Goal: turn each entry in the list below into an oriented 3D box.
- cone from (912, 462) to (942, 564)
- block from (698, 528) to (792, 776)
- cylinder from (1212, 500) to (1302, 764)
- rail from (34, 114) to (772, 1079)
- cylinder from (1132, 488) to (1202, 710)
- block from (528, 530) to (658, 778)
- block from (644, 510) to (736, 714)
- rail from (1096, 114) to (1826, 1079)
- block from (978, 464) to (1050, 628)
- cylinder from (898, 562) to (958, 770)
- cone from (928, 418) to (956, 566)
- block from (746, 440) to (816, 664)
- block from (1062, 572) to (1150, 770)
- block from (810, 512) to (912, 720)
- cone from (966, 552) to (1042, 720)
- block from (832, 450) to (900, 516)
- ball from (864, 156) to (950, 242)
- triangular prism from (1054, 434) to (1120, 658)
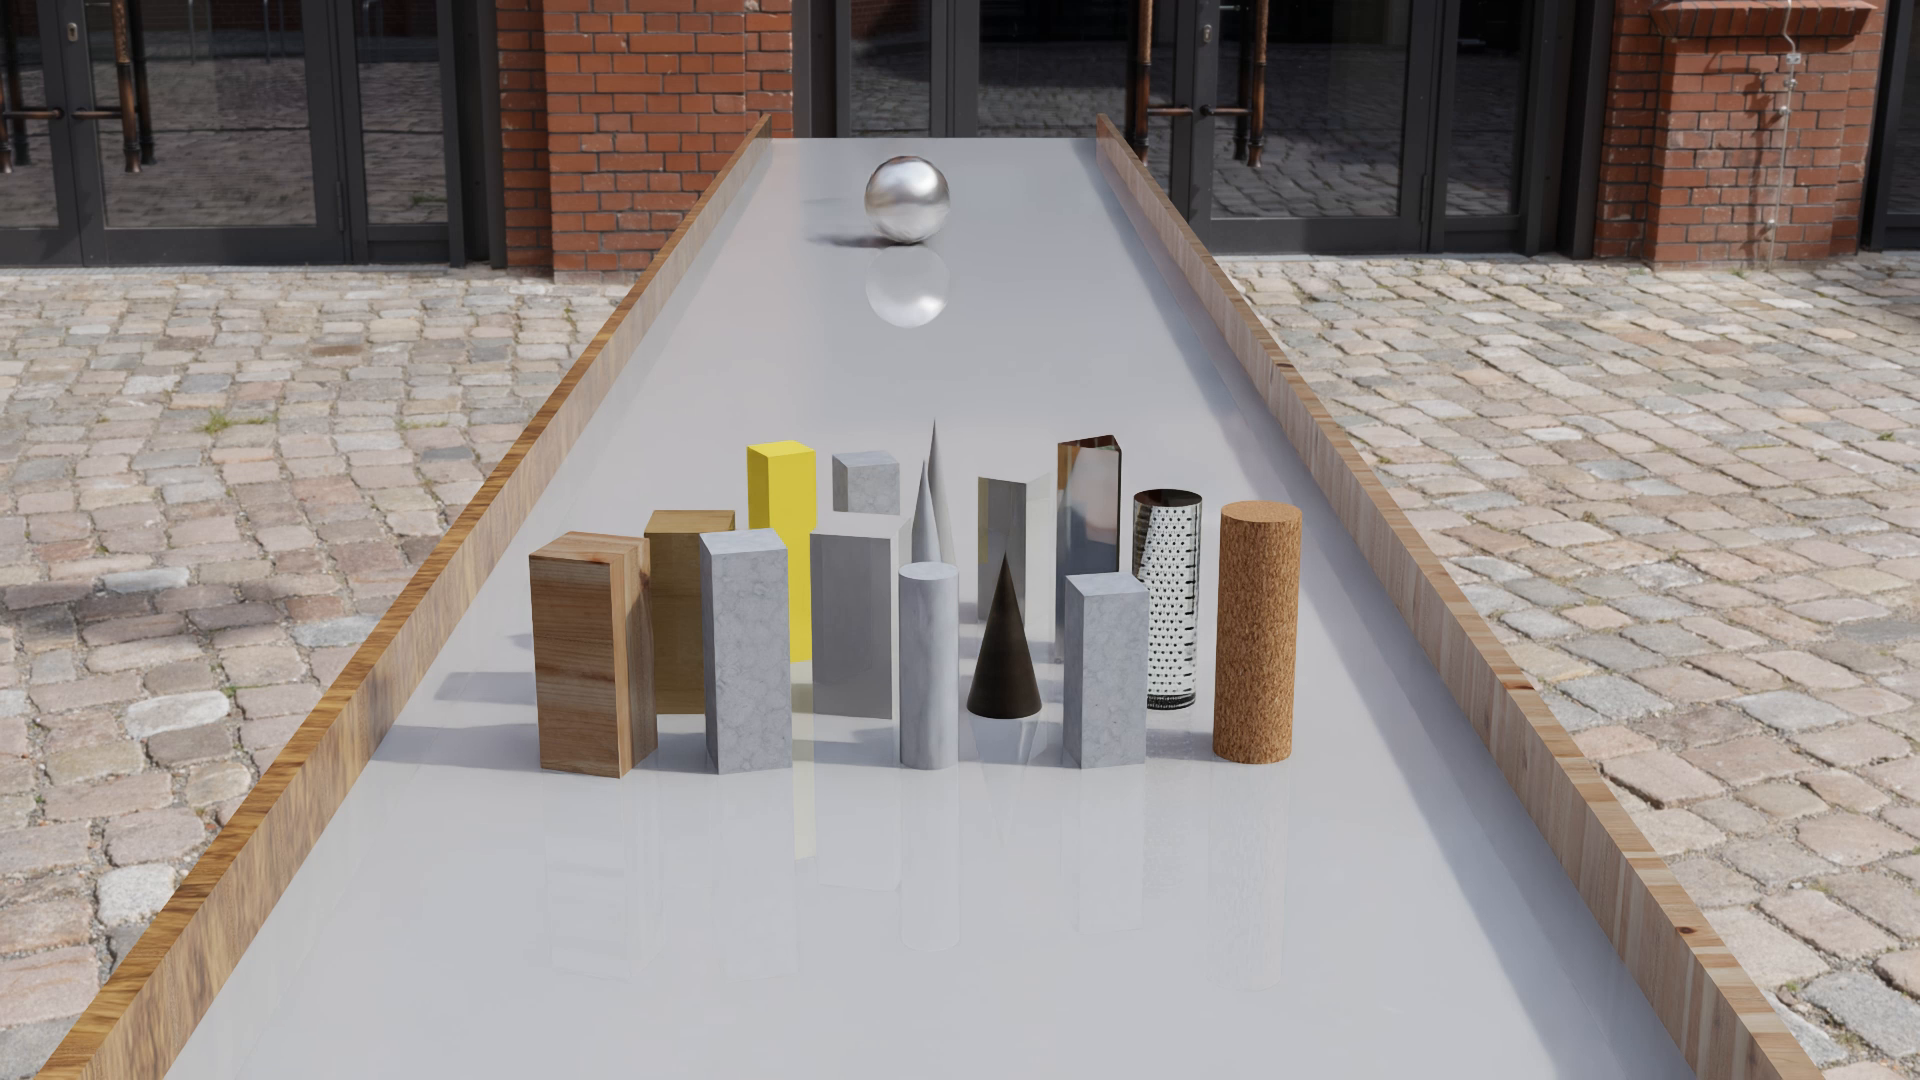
[{"bbox_3d":[-0.071,0.032,4.401,0.136,0.409,0.136,0,17,0],"label":"cone"},{"bbox_3d":[-0.376,0.195,3.865,0.132,0.403,0.132,-5,17,-15],"label":"block"},{"bbox_3d":[0.525,0.163,3.895,0.140,0.446,0.140,0,17,0],"label":"cylinder"},{"bbox_3d":[-1.118,-0.838,7.780,0.050,0.150,12.000,0,17,-1],"label":"rail"},{"bbox_3d":[0.387,0.112,4.151,0.128,0.398,0.128,0,17,0],"label":"cylinder"},{"bbox_3d":[-0.642,0.200,3.866,0.154,0.393,0.154,5,17,17],"label":"block"},{"bbox_3d":[-0.503,0.135,4.149,0.153,0.355,0.153,0,17,0],"label":"block"},{"bbox_3d":[0.932,-0.844,7.801,0.050,0.150,12.000,0,17,-1],"label":"rail"},{"bbox_3d":[0.114,0.011,4.641,0.113,0.312,0.113,9,19,27],"label":"block"},{"bbox_3d":[-0.054,0.222,3.865,0.105,0.352,0.105,0,17,0],"label":"cylinder"},{"bbox_3d":[-0.055,-0.090,4.876,0.103,0.373,0.103,0,17,0],"label":"cone"},{"bbox_3d":[-0.352,0.026,4.386,0.102,0.430,0.102,-9,19,-28],"label":"block"},{"bbox_3d":[0.257,0.230,3.892,0.118,0.321,0.118,-4,17,-13],"label":"block"},{"bbox_3d":[-0.184,0.140,4.139,0.153,0.352,0.153,4,17,13],"label":"block"},{"bbox_3d":[0.084,0.167,4.127,0.144,0.306,0.144,0,17,0],"label":"cone"},{"bbox_3d":[-0.196,0.000,4.608,0.112,0.353,0.112,-6,17,-18],"label":"block"},{"bbox_3d":[-0.228,-1.478,9.539,0.374,0.374,0.374,0,17,0],"label":"ball"},{"bbox_3d":[0.276,0.018,4.388,0.134,0.444,0.116,8,18,25],"label":"triangular prism"}]
